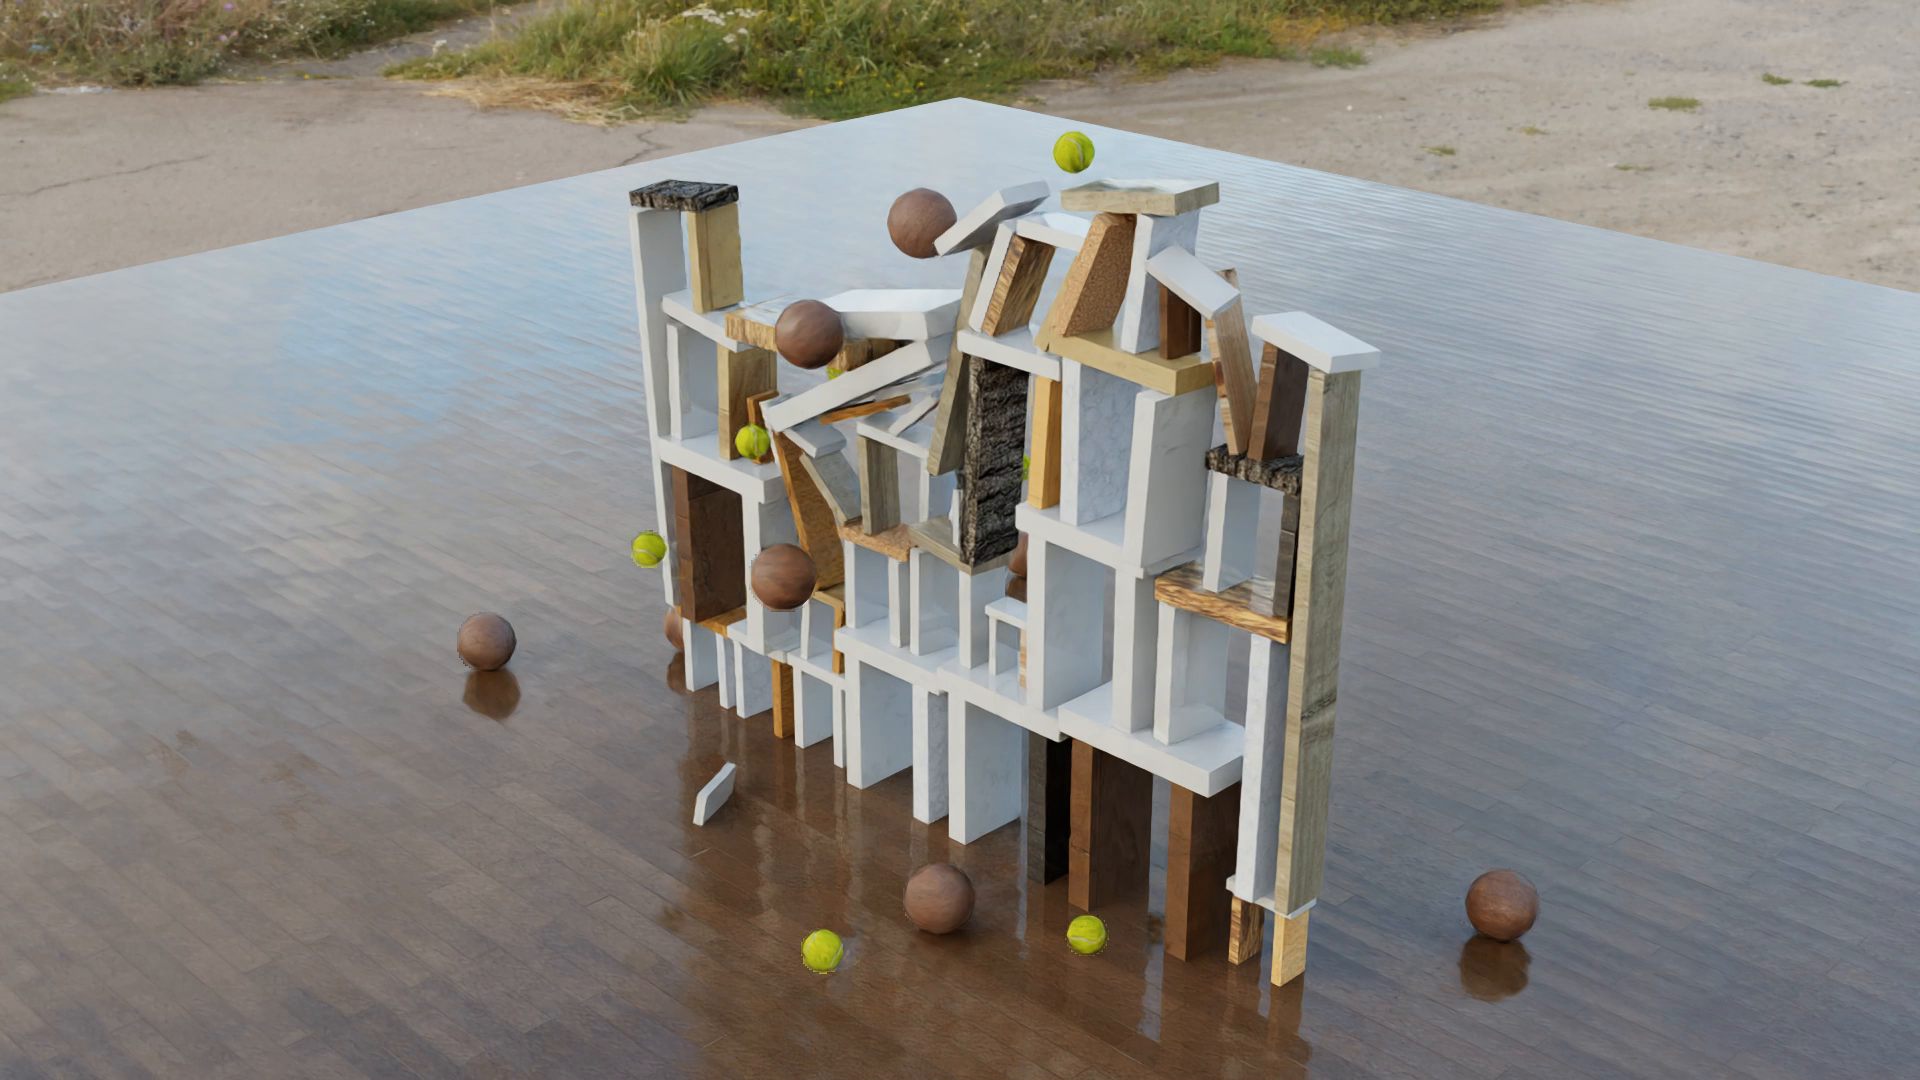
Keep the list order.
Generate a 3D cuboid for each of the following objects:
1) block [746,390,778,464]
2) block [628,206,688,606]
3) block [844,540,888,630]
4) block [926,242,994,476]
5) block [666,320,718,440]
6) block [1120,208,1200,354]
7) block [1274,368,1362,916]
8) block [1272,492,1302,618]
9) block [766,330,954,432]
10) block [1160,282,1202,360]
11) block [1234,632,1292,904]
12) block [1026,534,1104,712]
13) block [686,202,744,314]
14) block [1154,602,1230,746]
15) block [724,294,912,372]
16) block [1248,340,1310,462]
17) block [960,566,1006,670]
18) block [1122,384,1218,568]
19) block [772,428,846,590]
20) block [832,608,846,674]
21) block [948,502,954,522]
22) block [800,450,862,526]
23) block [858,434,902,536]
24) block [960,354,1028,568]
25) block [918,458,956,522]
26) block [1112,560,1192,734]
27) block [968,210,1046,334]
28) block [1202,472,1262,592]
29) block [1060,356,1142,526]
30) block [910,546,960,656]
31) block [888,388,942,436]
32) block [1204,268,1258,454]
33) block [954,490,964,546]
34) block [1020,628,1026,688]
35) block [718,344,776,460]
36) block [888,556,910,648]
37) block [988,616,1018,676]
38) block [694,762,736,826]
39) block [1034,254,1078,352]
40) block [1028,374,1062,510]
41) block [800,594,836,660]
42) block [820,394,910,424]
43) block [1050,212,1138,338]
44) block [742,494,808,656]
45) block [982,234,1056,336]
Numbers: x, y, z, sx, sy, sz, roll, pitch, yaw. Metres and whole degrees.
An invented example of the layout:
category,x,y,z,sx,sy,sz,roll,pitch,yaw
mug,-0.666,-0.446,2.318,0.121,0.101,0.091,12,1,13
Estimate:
category,x,y,z,sx,sy,sz,roll,pitch,yaw
block,-0.402,-0.234,4.553,0.020,0.140,0.070,13,26,41
block,-0.618,-0.280,4.725,0.107,0.913,0.030,-23,34,-36
block,-0.189,0.077,4.463,0.027,0.190,0.095,21,31,40
block,0.028,-0.337,4.081,0.110,0.482,0.031,-23,48,-40
block,-0.558,-0.349,4.682,0.126,0.252,0.036,-21,32,-40
block,0.332,-0.435,3.649,0.119,0.238,0.034,-21,38,-40
block,0.592,0.179,3.657,0.028,0.985,0.100,21,31,41
block,0.569,0.013,3.643,0.030,0.211,0.106,20,27,38
block,-0.157,-0.318,4.271,0.178,0.050,0.510,-24,3,-41
block,0.364,-0.373,3.625,0.071,0.142,0.020,-16,27,-29
block,0.543,0.377,3.802,0.038,0.505,0.134,19,28,38
block,0.195,0.132,4.068,0.156,0.348,0.044,-20,30,-39
block,-0.500,-0.580,4.496,0.107,0.214,0.030,-24,35,-36
block,0.409,0.219,3.874,0.134,0.267,0.038,-16,29,-33
block,-0.282,-0.413,4.351,0.355,0.050,0.178,19,31,41
block,0.527,-0.235,3.613,0.028,0.201,0.100,21,22,39
block,0.044,0.140,4.240,0.028,0.199,0.099,20,30,40
block,0.353,-0.115,3.704,0.152,0.304,0.043,-19,34,-38
block,-0.307,-0.073,4.527,0.084,0.344,0.024,-21,11,-40
block,-0.227,0.199,4.558,0.021,0.148,0.074,27,34,38
block,0.018,-0.089,4.292,0.056,0.112,0.016,3,20,-42
block,-0.245,-0.114,4.433,0.084,0.024,0.167,-22,74,-41
block,-0.160,-0.119,4.349,0.024,0.203,0.084,16,28,40
block,0.064,-0.160,4.085,0.036,0.418,0.126,24,33,36
block,-0.043,-0.096,4.345,0.024,0.168,0.084,19,27,37
block,0.342,0.174,3.921,0.044,0.312,0.156,21,31,40
block,0.091,-0.479,3.929,0.110,0.220,0.031,-24,54,-41
block,0.464,-0.026,3.732,0.030,0.211,0.106,19,26,38
block,0.249,-0.190,3.877,0.152,0.304,0.043,-18,29,-37
block,-0.050,0.112,4.335,0.099,0.224,0.028,-17,29,-34
block,-0.071,-0.250,4.205,0.072,0.020,0.143,-35,0,-45
block,0.451,-0.295,3.641,0.071,0.299,0.020,-19,12,-36
block,0.015,-0.047,4.199,0.056,0.113,0.016,-15,28,-32
block,0.141,0.215,4.161,0.017,0.121,0.061,22,31,40
block,-0.441,-0.301,4.569,0.126,0.252,0.036,-21,33,-39
block,-0.097,0.111,4.382,0.027,0.190,0.095,20,30,40
block,0.083,0.193,4.214,0.061,0.121,0.017,-21,31,-41
block,-0.496,0.514,4.456,0.020,0.070,0.140,18,27,14
block,0.206,-0.421,3.823,0.028,0.199,0.099,45,43,21
block,0.186,-0.190,3.941,0.126,0.253,0.036,-20,34,-39
block,-0.298,0.171,4.622,0.021,0.149,0.074,26,34,38
block,-0.188,-0.259,4.332,0.179,0.020,0.072,-10,9,39
block,0.243,-0.452,3.703,0.119,0.238,0.034,-18,55,-36
block,-0.370,0.050,4.646,0.050,0.353,0.176,21,31,40
block,0.109,-0.461,3.912,0.028,0.199,0.099,41,41,25
